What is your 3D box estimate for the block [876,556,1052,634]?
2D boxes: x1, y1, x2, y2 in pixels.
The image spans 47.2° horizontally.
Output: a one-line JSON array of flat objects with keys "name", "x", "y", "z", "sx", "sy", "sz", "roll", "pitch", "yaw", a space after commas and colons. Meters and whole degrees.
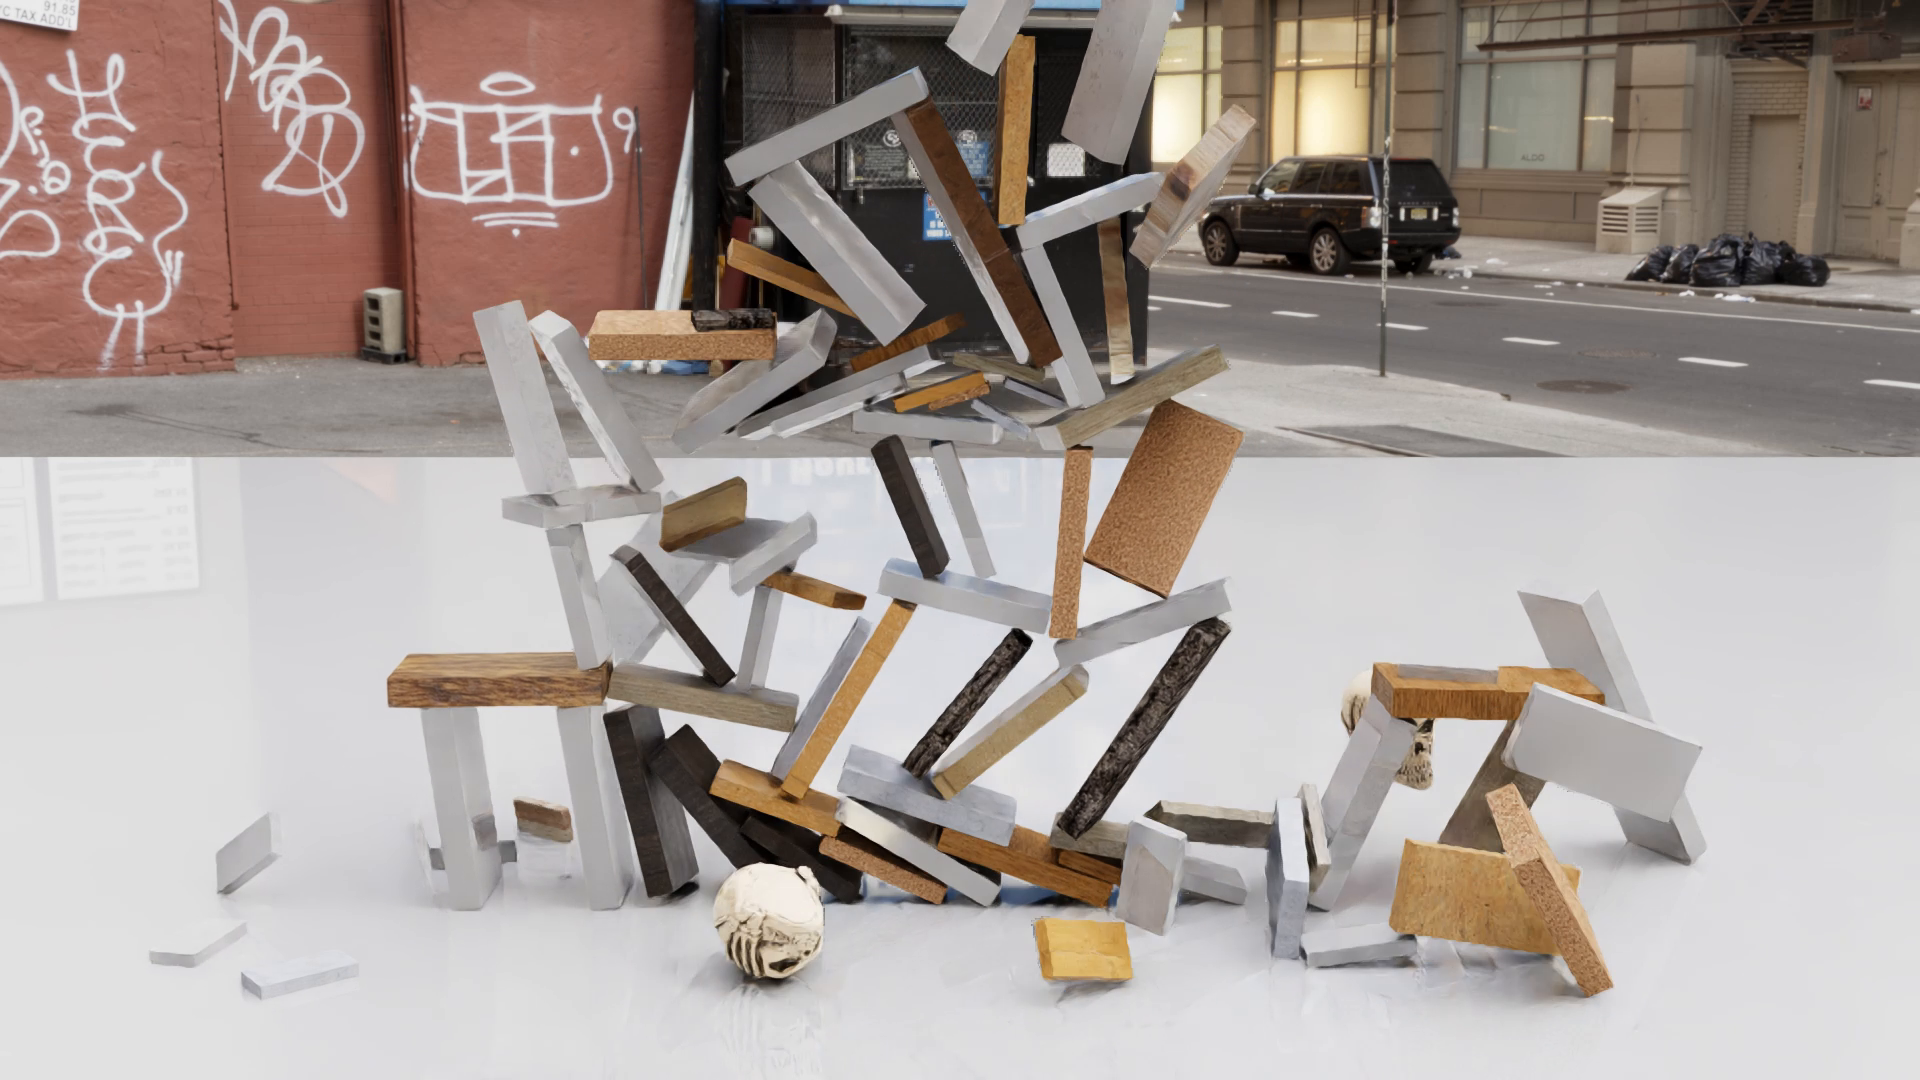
[{"name": "block", "x": 0.010, "y": 0.089, "z": 3.570, "sx": 0.276, "sy": 0.039, "sz": 0.138, "roll": 14, "pitch": 10, "yaw": 2}]

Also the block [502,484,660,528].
[{"name": "block", "x": -0.622, "y": -0.058, "z": 3.616, "sx": 0.232, "sy": 0.033, "sz": 0.116, "roll": -10, "pitch": 16, "yaw": -44}]

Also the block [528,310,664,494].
[{"name": "block", "x": -0.602, "y": -0.229, "z": 3.638, "sx": 0.043, "sy": 0.307, "sz": 0.153, "roll": -34, "pitch": 26, "yaw": -14}]

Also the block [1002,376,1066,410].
[{"name": "block", "x": 0.118, "y": -0.236, "z": 3.519, "sx": 0.101, "sy": 0.014, "sz": 0.050, "roll": 22, "pitch": 10, "yaw": -4}]

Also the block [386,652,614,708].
[{"name": "block", "x": -0.749, "y": 0.228, "z": 3.605, "sx": 0.340, "sy": 0.048, "sz": 0.170, "roll": 0, "pitch": 11, "yaw": -2}]

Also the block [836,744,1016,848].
[{"name": "block", "x": -0.053, "y": 0.421, "z": 3.639, "sx": 0.293, "sy": 0.042, "sz": 0.147, "roll": 19, "pitch": 10, "yaw": -2}]

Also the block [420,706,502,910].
[{"name": "block", "x": -0.823, "y": 0.421, "z": 3.640, "sx": 0.048, "sy": 0.340, "sz": 0.170, "roll": -6, "pitch": 10, "yaw": 1}]

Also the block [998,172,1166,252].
[{"name": "block", "x": 0.192, "y": -0.527, "z": 3.529, "sx": 0.265, "sy": 0.037, "sz": 0.132, "roll": -22, "pitch": 13, "yaw": -13}]

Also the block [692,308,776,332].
[{"name": "block", "x": -0.366, "y": -0.356, "z": 3.551, "sx": 0.127, "sy": 0.018, "sz": 0.063, "roll": -4, "pitch": 21, "yaw": -13}]

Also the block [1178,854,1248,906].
[{"name": "block", "x": 0.372, "y": 0.549, "z": 3.647, "sx": 0.198, "sy": 0.028, "sz": 0.099, "roll": 17, "pitch": 10, "yaw": -6}]

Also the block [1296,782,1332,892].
[{"name": "block", "x": 0.569, "y": 0.483, "z": 3.576, "sx": 0.022, "sy": 0.079, "sz": 0.158, "roll": 5, "pitch": 48, "yaw": -10}]

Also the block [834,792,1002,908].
[{"name": "block", "x": -0.067, "y": 0.497, "z": 3.655, "sx": 0.293, "sy": 0.042, "sz": 0.147, "roll": 31, "pitch": 9, "yaw": -5}]

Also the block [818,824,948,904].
[{"name": "block", "x": -0.126, "y": 0.531, "z": 3.656, "sx": 0.219, "sy": 0.031, "sz": 0.109, "roll": 25, "pitch": 9, "yaw": -5}]

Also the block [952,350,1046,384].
[{"name": "block", "x": 0.064, "y": -0.278, "z": 3.531, "sx": 0.148, "sy": 0.021, "sz": 0.074, "roll": 12, "pitch": 6, "yaw": 2}]

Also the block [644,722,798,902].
[{"name": "block", "x": -0.391, "y": 0.453, "z": 3.669, "sx": 0.044, "sy": 0.310, "sz": 0.155, "roll": -40, "pitch": 1, "yaw": 11}]

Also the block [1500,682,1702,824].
[{"name": "block", "x": 1.011, "y": 0.335, "z": 3.471, "sx": 0.273, "sy": 0.136, "sz": 0.039, "roll": 19, "pitch": 16, "yaw": 0}]

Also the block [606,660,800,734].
[{"name": "block", "x": -0.426, "y": 0.262, "z": 3.685, "sx": 0.310, "sy": 0.044, "sz": 0.155, "roll": 11, "pitch": 3, "yaw": -4}]

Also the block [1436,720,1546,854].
[{"name": "block", "x": 0.887, "y": 0.433, "z": 3.635, "sx": 0.048, "sy": 0.338, "sz": 0.169, "roll": 27, "pitch": 10, "yaw": -4}]

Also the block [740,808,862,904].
[{"name": "block", "x": -0.261, "y": 0.513, "z": 3.652, "sx": 0.219, "sy": 0.031, "sz": 0.109, "roll": 35, "pitch": 11, "yaw": -6}]

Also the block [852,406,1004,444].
[{"name": "block", "x": -0.050, "y": -0.184, "z": 3.520, "sx": 0.225, "sy": 0.032, "sz": 0.113, "roll": 6, "pitch": 8, "yaw": 8}]

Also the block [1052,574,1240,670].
[{"name": "block", "x": 0.302, "y": 0.132, "z": 3.540, "sx": 0.290, "sy": 0.041, "sz": 0.145, "roll": -20, "pitch": 2, "yaw": 14}]

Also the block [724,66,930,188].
[{"name": "block", "x": -0.206, "y": -0.650, "z": 3.449, "sx": 0.321, "sy": 0.046, "sz": 0.161, "roll": -24, "pitch": 13, "yaw": 8}]

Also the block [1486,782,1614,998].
[{"name": "block", "x": 0.860, "y": 0.511, "z": 3.203, "sx": 0.043, "sy": 0.307, "sz": 0.153, "roll": -26, "pitch": 33, "yaw": 15}]

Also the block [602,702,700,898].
[{"name": "block", "x": -0.513, "y": 0.425, "z": 3.664, "sx": 0.044, "sy": 0.310, "sz": 0.155, "roll": -14, "pitch": 2, "yaw": 10}]

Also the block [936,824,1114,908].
[{"name": "block", "x": 0.107, "y": 0.521, "z": 3.657, "sx": 0.293, "sy": 0.042, "sz": 0.147, "roll": 20, "pitch": 10, "yaw": -3}]

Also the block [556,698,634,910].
[{"name": "block", "x": -0.602, "y": 0.420, "z": 3.641, "sx": 0.048, "sy": 0.340, "sz": 0.170, "roll": -8, "pitch": 10, "yaw": 1}]

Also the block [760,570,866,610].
[{"name": "block", "x": -0.255, "y": 0.079, "z": 3.654, "sx": 0.181, "sy": 0.026, "sz": 0.090, "roll": 17, "pitch": 5, "yaw": 32}]

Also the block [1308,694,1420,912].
[{"name": "block", "x": 0.649, "y": 0.428, "z": 3.635, "sx": 0.048, "sy": 0.338, "sz": 0.169, "roll": 23, "pitch": 10, "yaw": -4}]

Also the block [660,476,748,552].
[{"name": "block", "x": -0.426, "y": -0.042, "z": 3.655, "sx": 0.161, "sy": 0.081, "sz": 0.023, "roll": -21, "pitch": -40, "yaw": 26}]

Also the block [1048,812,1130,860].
[{"name": "block", "x": 0.250, "y": 0.492, "z": 3.615, "sx": 0.198, "sy": 0.028, "sz": 0.099, "roll": 9, "pitch": 11, "yaw": 6}]

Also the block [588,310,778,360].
[{"name": "block", "x": -0.447, "y": -0.333, "z": 3.572, "sx": 0.293, "sy": 0.041, "sz": 0.146, "roll": 0, "pitch": 21, "yaw": -2}]

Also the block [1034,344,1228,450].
[{"name": "block", "x": 0.274, "y": -0.229, "z": 3.551, "sx": 0.297, "sy": 0.042, "sz": 0.148, "roll": -27, "pitch": 7, "yaw": -10}]

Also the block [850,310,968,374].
[{"name": "block", "x": -0.083, "y": -0.319, "z": 3.544, "sx": 0.177, "sy": 0.025, "sz": 0.089, "roll": -21, "pitch": 6, "yaw": 22}]

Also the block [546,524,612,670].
[{"name": "block", "x": -0.620, "y": 0.086, "z": 3.584, "sx": 0.033, "sy": 0.232, "sz": 0.116, "roll": -12, "pitch": 8, "yaw": 4}]

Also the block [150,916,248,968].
[{"name": "block", "x": -1.183, "y": 0.625, "z": 3.421, "sx": 0.076, "sy": 0.022, "sz": 0.152, "roll": 2, "pitch": 11, "yaw": 13}]

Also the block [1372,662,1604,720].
[{"name": "block", "x": 0.859, "y": 0.249, "z": 3.596, "sx": 0.338, "sy": 0.048, "sz": 0.169, "roll": 2, "pitch": 11, "yaw": -1}]

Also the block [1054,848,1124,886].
[{"name": "block", "x": 0.255, "y": 0.540, "z": 3.646, "sx": 0.198, "sy": 0.028, "sz": 0.099, "roll": 22, "pitch": 10, "yaw": -6}]

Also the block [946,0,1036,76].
[{"name": "block", "x": 0.084, "y": -0.863, "z": 3.367, "sx": 0.041, "sy": 0.288, "sz": 0.144, "roll": 24, "pitch": 15, "yaw": -26}]

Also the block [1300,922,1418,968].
[{"name": "block", "x": 0.610, "y": 0.620, "z": 3.377, "sx": 0.167, "sy": 0.024, "sz": 0.084, "roll": -8, "pitch": 10, "yaw": 1}]

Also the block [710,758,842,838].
[{"name": "block", "x": -0.299, "y": 0.426, "z": 3.640, "sx": 0.219, "sy": 0.031, "sz": 0.109, "roll": 20, "pitch": 10, "yaw": -1}]
